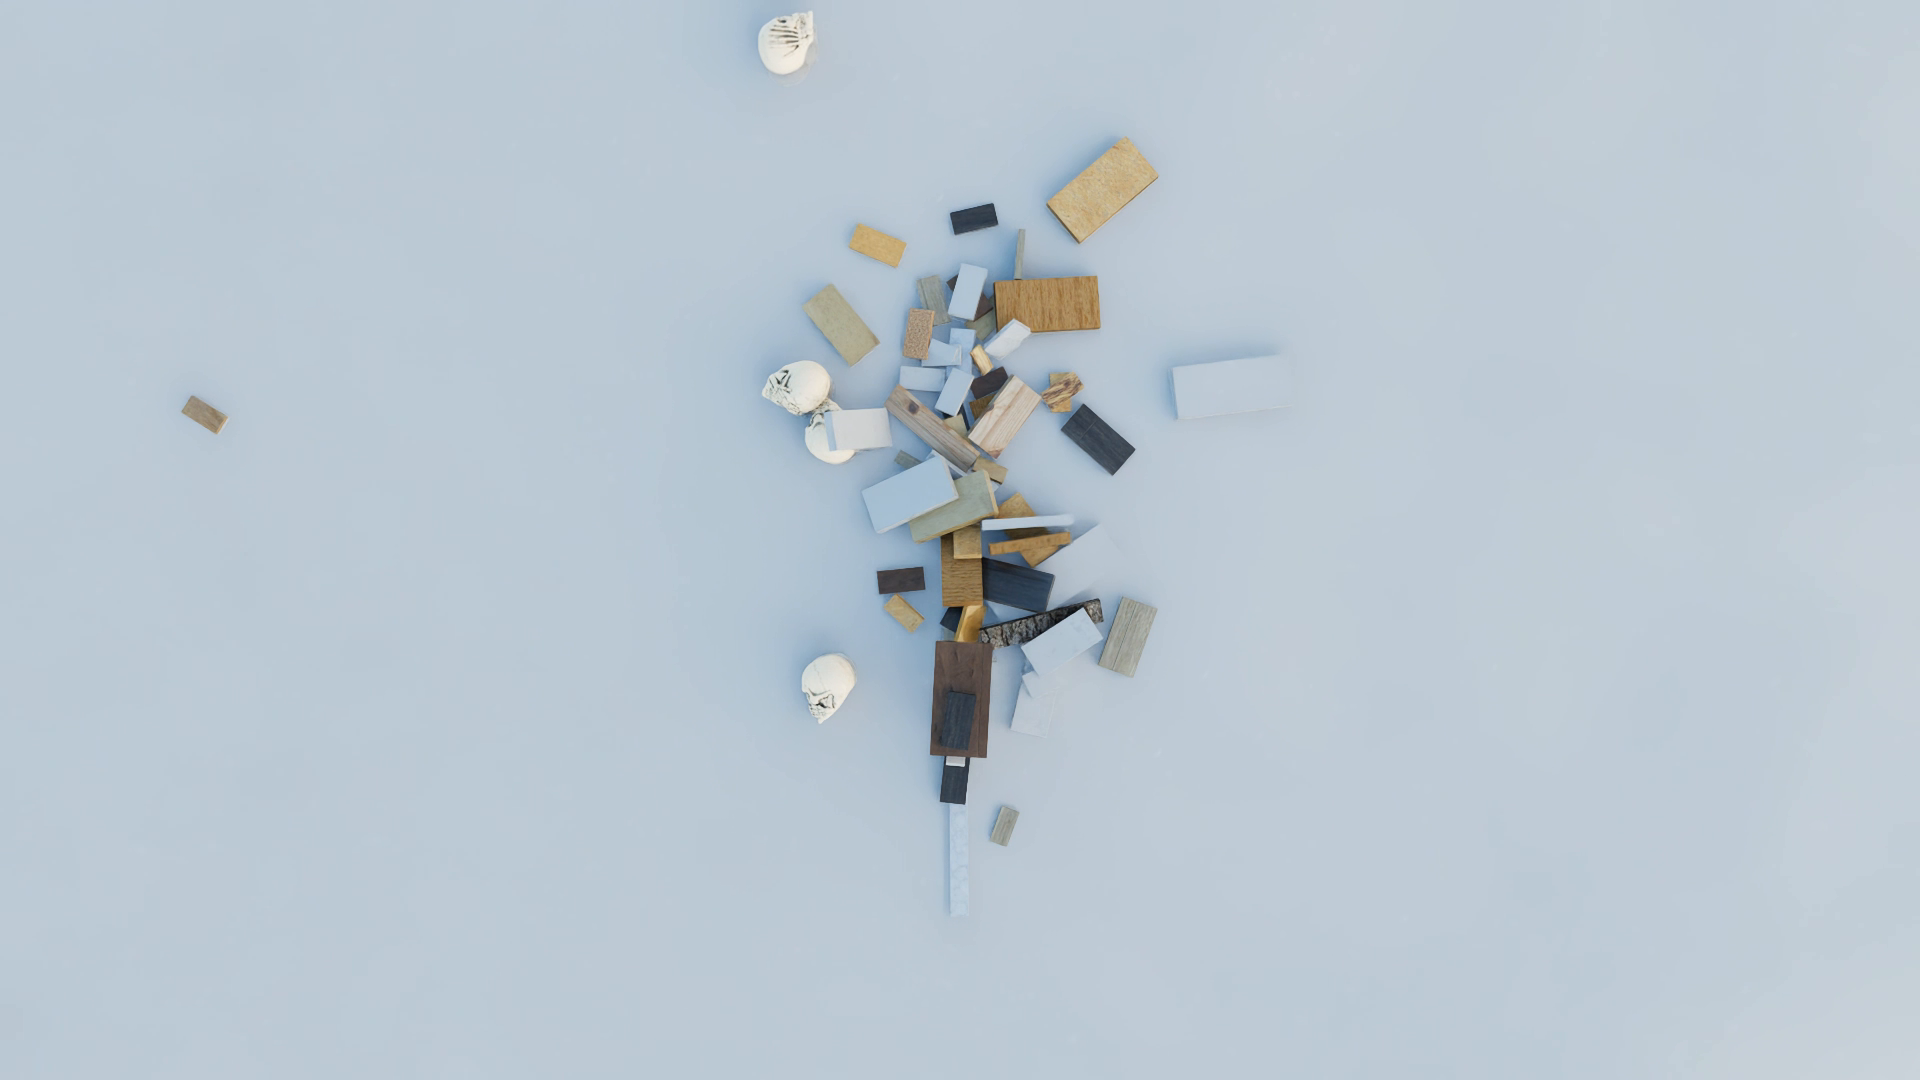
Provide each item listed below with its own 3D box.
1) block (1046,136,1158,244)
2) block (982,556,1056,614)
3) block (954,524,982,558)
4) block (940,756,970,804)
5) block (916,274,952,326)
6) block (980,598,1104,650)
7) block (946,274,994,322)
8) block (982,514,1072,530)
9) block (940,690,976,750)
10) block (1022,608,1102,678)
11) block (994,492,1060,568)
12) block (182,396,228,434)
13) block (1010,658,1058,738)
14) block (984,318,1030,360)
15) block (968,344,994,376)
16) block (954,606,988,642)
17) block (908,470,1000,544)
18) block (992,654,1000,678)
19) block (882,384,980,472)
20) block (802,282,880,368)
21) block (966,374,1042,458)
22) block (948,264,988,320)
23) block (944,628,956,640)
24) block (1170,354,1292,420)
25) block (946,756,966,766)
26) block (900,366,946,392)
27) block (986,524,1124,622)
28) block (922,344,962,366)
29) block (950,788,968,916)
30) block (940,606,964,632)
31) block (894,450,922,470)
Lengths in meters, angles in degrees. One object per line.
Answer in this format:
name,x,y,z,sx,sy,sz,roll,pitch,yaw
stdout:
block,0.473,-1.161,5.476,0.342,0.048,0.171,-40,90,0
block,0.169,0.149,5.436,0.264,0.037,0.132,14,77,14
block,0.023,-0.024,5.444,0.090,0.026,0.181,-2,60,0
block,-0.016,0.787,5.471,0.086,0.024,0.171,6,90,0
block,-0.089,-0.795,5.489,0.081,0.023,0.161,-15,90,0
block,0.271,0.282,5.454,0.412,0.022,0.077,-14,108,-7
block,0.033,-0.812,5.474,0.081,0.023,0.161,-35,80,2
block,0.219,-0.057,5.409,0.293,0.116,0.033,-4,90,0
block,-0.005,0.556,5.084,0.086,0.024,0.171,9,90,0
block,0.335,0.339,5.428,0.244,0.035,0.122,-33,85,-1
block,0.217,-0.033,5.484,0.116,0.033,0.232,-36,90,0
block,-2.515,-0.417,5.491,0.134,0.019,0.067,32,90,0
block,0.260,0.497,5.483,0.122,0.035,0.299,13,90,0
block,0.155,-0.661,5.433,0.075,0.021,0.149,26,130,-34
block,0.071,-0.597,5.466,0.046,0.013,0.093,-44,117,-22
block,0.033,0.285,5.468,0.077,0.022,0.155,17,90,-36
block,-0.031,-0.108,5.411,0.298,0.042,0.149,-21,72,19
block,0.031,0.419,5.323,0.177,0.354,0.050,-9,90,0
block,-0.094,-0.365,5.448,0.356,0.026,0.090,41,125,3
block,-0.395,-0.715,5.482,0.127,0.036,0.255,-40,90,0
block,0.145,-0.408,5.460,0.127,0.036,0.255,37,90,-21
block,0.026,-0.820,5.452,0.087,0.025,0.174,15,85,9
block,-0.022,0.332,5.491,0.064,0.018,0.129,1,90,0
block,0.902,-0.509,5.476,0.381,0.048,0.171,-7,90,0
block,-0.011,0.688,5.457,0.061,0.017,0.122,5,55,-1
block,-0.125,-0.535,5.489,0.149,0.021,0.075,5,90,0
block,0.314,0.134,5.479,0.452,0.042,0.149,-34,90,0
block,-0.061,-0.612,5.472,0.134,0.019,0.067,-1,90,17
block,-0.003,0.988,5.491,0.061,0.017,0.526,0,90,0
block,-0.008,0.238,5.478,0.064,0.018,0.129,29,81,5
block,-0.169,-0.258,5.493,0.093,0.013,0.046,30,90,0
